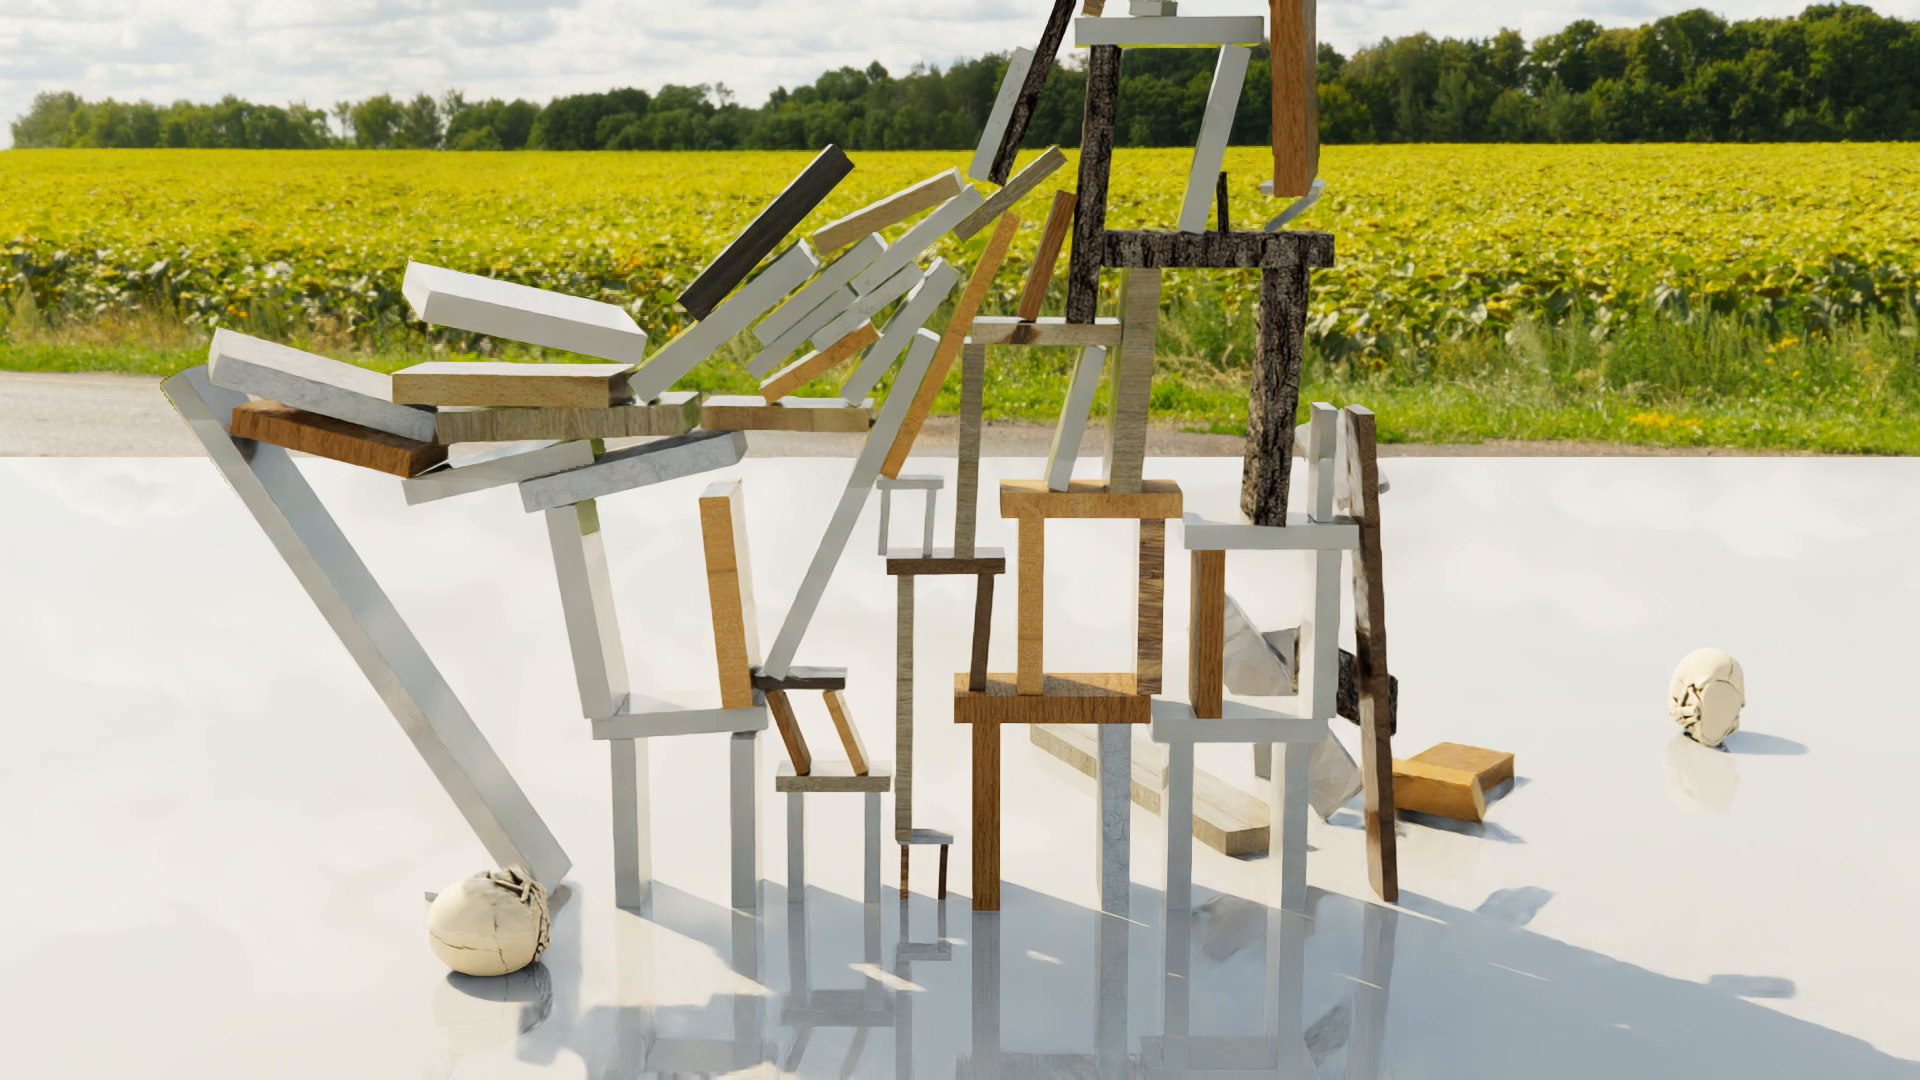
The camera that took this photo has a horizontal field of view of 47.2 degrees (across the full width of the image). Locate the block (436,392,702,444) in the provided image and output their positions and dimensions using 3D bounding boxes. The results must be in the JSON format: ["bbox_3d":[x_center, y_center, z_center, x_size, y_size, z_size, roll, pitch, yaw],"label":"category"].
[{"bbox_3d":[-0.624,-0.198,3.539,0.393,0.049,0.174,-2,10,3],"label":"block"}]

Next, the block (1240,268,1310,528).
[{"bbox_3d":[0.501,-0.236,3.512,0.050,0.404,0.176,4,11,-1],"label":"block"}]

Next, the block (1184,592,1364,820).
[{"bbox_3d":[0.594,0.309,4.148,0.031,0.108,0.465,21,31,-56],"label":"block"}]

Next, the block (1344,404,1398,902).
[{"bbox_3d":[0.670,0.189,3.582,0.026,0.818,0.090,-6,13,-4],"label":"block"}]

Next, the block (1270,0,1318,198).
[{"bbox_3d":[0.498,-0.811,3.290,0.049,0.565,0.172,1,23,15],"label":"block"}]

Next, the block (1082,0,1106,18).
[{"bbox_3d":[0.233,-0.912,3.396,0.030,0.212,0.106,17,11,0],"label":"block"}]

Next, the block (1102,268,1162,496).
[{"bbox_3d":[0.272,-0.261,3.508,0.050,0.353,0.176,5,10,-1],"label":"block"}]

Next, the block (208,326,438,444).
[{"bbox_3d":[-1.017,-0.247,3.514,0.347,0.049,0.174,16,13,-24],"label":"block"}]

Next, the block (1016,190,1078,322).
[{"bbox_3d":[0.137,-0.451,3.481,0.029,0.206,0.103,18,10,-3],"label":"block"}]

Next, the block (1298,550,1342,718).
[{"bbox_3d":[0.586,0.139,3.584,0.039,0.277,0.139,0,11,0],"label":"block"}]

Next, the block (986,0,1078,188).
[{"bbox_3d":[0.136,-0.763,3.422,0.030,0.441,0.106,21,11,-3],"label":"block"}]

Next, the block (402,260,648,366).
[{"bbox_3d":[-0.673,-0.351,3.401,0.344,0.049,0.172,10,17,-28],"label":"block"}]

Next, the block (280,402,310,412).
[{"bbox_3d":[-1.045,-0.220,3.543,0.104,0.015,0.052,10,14,-38],"label":"block"}]

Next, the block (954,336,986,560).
[{"bbox_3d":[0.015,-0.149,3.528,0.033,0.343,0.117,3,10,0],"label":"block"}]

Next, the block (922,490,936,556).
[{"bbox_3d":[-0.050,-0.033,3.550,0.015,0.108,0.054,4,10,-2],"label":"block"}]

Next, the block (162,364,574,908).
[{"bbox_3d":[-0.960,0.153,3.609,0.043,1.023,0.152,-32,7,10],"label":"block"}]

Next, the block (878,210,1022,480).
[{"bbox_3d":[-0.017,-0.312,3.509,0.029,0.459,0.103,25,9,-5],"label":"block"}]

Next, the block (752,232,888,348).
[{"bbox_3d":[-0.221,-0.400,3.483,0.242,0.034,0.121,-38,10,8],"label":"block"}]

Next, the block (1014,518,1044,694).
[{"bbox_3d":[0.113,0.094,3.577,0.041,0.287,0.144,0,11,0],"label":"block"}]

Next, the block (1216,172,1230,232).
[{"bbox_3d":[0.413,-0.531,3.458,0.013,0.094,0.047,-3,10,3],"label":"block"}]

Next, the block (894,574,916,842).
[{"bbox_3d":[-0.090,0.266,3.608,0.027,0.445,0.095,1,10,0],"label":"block"}]

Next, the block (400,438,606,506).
[{"bbox_3d":[-0.731,-0.120,3.540,0.303,0.043,0.152,-13,11,0],"label":"block"}]

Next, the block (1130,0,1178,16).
[{"bbox_3d":[0.309,-0.976,3.368,0.049,0.345,0.172,6,12,12],"label":"block"}]

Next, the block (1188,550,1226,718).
[{"bbox_3d":[0.402,0.139,3.585,0.039,0.277,0.139,0,11,0],"label":"block"}]

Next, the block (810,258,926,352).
[{"bbox_3d":[-0.147,-0.372,3.480,0.204,0.029,0.102,-36,11,3],"label":"block"}]

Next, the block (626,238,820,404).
[{"bbox_3d":[-0.374,-0.352,3.505,0.344,0.049,0.172,-37,11,6],"label":"block"}]

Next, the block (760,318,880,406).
[{"bbox_3d":[-0.224,-0.286,3.506,0.204,0.029,0.102,-31,11,3],"label":"block"}]

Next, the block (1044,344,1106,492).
[{"bbox_3d":[0.183,-0.201,3.518,0.033,0.233,0.117,15,10,-3],"label":"block"}]

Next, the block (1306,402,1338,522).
[{"bbox_3d":[0.582,-0.126,3.537,0.026,0.181,0.090,1,11,-1],"label":"block"}]

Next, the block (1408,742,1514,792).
[{"bbox_3d":[0.943,0.457,4.267,0.153,0.043,0.305,8,13,36],"label":"block"}]

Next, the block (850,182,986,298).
[{"bbox_3d":[-0.067,-0.476,3.478,0.242,0.034,0.121,-37,9,7],"label":"block"}]

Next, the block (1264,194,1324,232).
[{"bbox_3d":[0.520,-0.514,3.433,0.094,0.013,0.047,-35,-3,39],"label":"block"}]

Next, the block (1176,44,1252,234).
[{"bbox_3d":[0.393,-0.623,3.421,0.041,0.286,0.143,14,11,2],"label":"block"}]

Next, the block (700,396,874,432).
[{"bbox_3d":[-0.273,-0.202,3.516,0.264,0.037,0.132,1,11,2],"label":"block"}]

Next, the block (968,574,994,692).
[{"bbox_3d":[0.035,0.141,3.582,0.027,0.191,0.095,4,10,-1],"label":"block"}]

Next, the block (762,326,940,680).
[{"bbox_3d":[-0.176,-0.060,3.546,0.037,0.600,0.132,25,9,-5],"label":"block"}]

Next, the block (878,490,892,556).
[{"bbox_3d":[-0.122,-0.032,3.549,0.015,0.108,0.054,4,10,-1],"label":"block"}]

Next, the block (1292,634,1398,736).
[{"bbox_3d":[0.664,0.249,3.780,0.217,0.108,0.031,28,-38,-26],"label":"block"}]

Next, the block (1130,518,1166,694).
[{"bbox_3d":[0.304,0.094,3.577,0.041,0.287,0.144,0,11,0],"label":"block"}]

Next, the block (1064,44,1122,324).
[{"bbox_3d":[0.208,-0.558,3.454,0.041,0.423,0.143,5,10,-1],"label":"block"}]

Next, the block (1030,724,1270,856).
[{"bbox_3d":[0.376,0.461,4.247,0.153,0.043,0.800,-5,11,-23],"label":"block"}]
